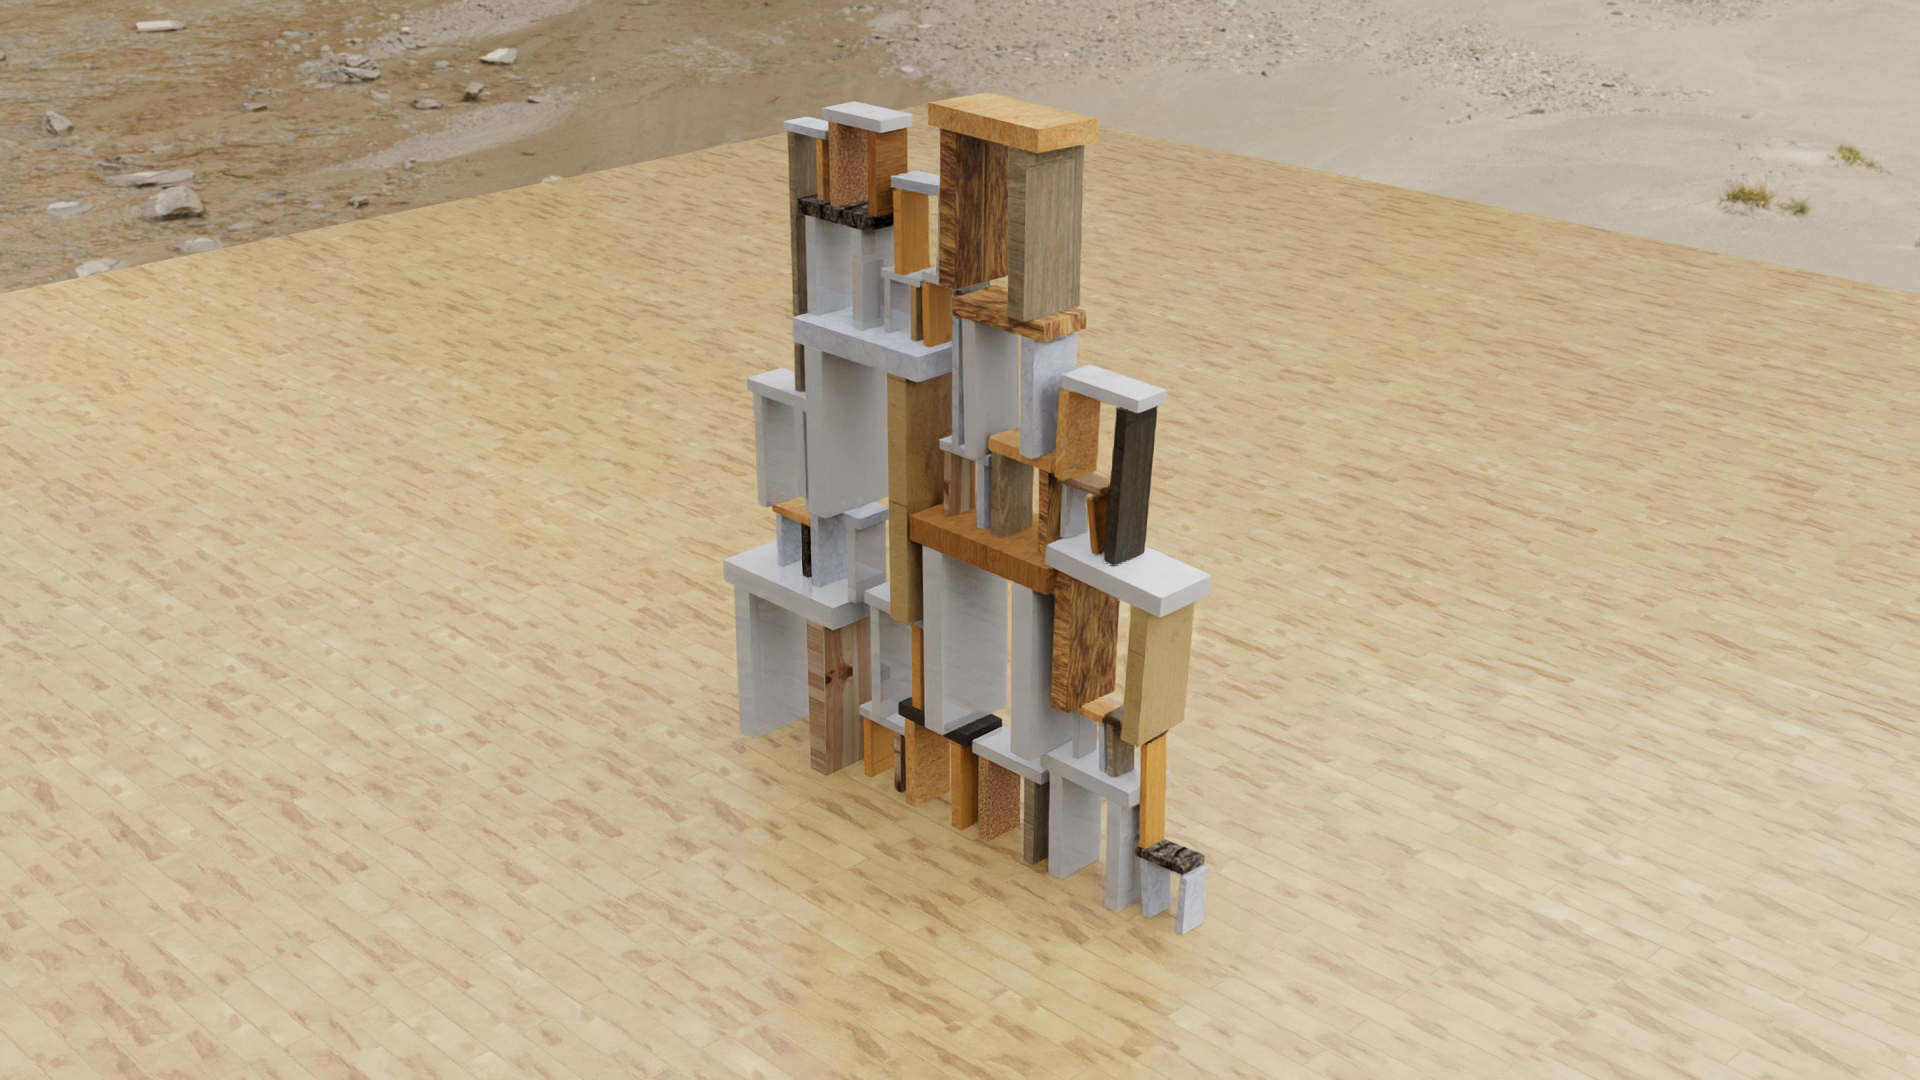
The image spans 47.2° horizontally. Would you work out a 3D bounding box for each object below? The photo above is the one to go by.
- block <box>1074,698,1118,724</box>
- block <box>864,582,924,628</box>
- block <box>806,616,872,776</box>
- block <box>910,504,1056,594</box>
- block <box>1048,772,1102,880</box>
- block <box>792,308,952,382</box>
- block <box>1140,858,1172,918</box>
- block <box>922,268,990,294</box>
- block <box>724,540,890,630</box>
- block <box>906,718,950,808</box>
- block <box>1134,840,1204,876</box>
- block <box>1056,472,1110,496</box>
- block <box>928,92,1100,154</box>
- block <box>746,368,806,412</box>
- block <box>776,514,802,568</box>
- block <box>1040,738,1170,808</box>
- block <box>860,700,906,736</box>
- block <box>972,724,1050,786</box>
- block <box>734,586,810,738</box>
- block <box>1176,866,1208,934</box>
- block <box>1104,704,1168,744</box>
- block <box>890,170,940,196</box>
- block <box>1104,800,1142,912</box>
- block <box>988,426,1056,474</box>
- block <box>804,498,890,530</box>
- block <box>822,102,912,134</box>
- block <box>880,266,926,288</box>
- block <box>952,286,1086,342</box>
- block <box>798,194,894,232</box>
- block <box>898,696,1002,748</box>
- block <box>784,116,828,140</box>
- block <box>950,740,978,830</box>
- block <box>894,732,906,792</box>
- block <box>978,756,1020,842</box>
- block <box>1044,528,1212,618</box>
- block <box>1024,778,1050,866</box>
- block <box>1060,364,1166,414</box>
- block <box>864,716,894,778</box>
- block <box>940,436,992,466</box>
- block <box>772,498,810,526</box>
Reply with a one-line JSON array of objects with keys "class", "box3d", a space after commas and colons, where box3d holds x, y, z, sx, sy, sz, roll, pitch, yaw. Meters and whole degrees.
[{"class": "block", "box3d": [0.245, 0.310, 4.081, 0.050, 0.014, 0.101, -19, 29, -39]}, {"class": "block", "box3d": [-0.096, 0.127, 4.389, 0.091, 0.026, 0.182, -21, 31, -40]}, {"class": "block", "box3d": [-0.235, 0.303, 4.603, 0.049, 0.347, 0.174, 21, 31, 41]}, {"class": "block", "box3d": [0.093, 0.001, 4.122, 0.177, 0.050, 0.355, -21, 31, -40]}, {"class": "block", "box3d": [0.222, 0.528, 4.225, 0.113, 0.227, 0.032, -21, 31, -40]}, {"class": "block", "box3d": [-0.139, -0.384, 4.207, 0.348, 0.049, 0.174, 21, 31, 41]}, {"class": "block", "box3d": [0.366, 0.639, 4.100, 0.060, 0.120, 0.017, -19, 25, -37]}, {"class": "block", "box3d": [-0.008, -0.479, 4.033, 0.060, 0.017, 0.121, -18, 29, -39]}, {"class": "block", "box3d": [-0.317, 0.088, 4.601, 0.174, 0.049, 0.347, -21, 31, -41]}, {"class": "block", "box3d": [-0.066, 0.438, 4.478, 0.098, 0.196, 0.028, -21, 31, -40]}, {"class": "block", "box3d": [0.386, 0.581, 4.052, 0.060, 0.017, 0.120, -20, 24, -37]}, {"class": "block", "box3d": [0.228, -0.104, 3.920, 0.103, 0.015, 0.052, 21, 30, 40]}, {"class": "block", "box3d": [0.091, -0.726, 3.815, 0.142, 0.040, 0.283, -18, 29, -37]}, {"class": "block", "box3d": [-0.334, -0.305, 4.456, 0.094, 0.027, 0.189, -21, 31, -40]}, {"class": "block", "box3d": [-0.356, -0.008, 4.613, 0.059, 0.118, 0.017, -21, 31, -41]}, {"class": "block", "box3d": [0.271, 0.430, 4.122, 0.113, 0.032, 0.227, -21, 30, -39]}, {"class": "block", "box3d": [-0.136, 0.362, 4.533, 0.137, 0.019, 0.068, 21, 31, 41]}, {"class": "block", "box3d": [0.122, 0.417, 4.273, 0.184, 0.026, 0.092, 21, 31, 41]}, {"class": "block", "box3d": [-0.399, 0.239, 4.753, 0.049, 0.347, 0.174, 21, 31, 41]}, {"class": "block", "box3d": [0.426, 0.662, 4.046, 0.017, 0.120, 0.060, 24, 33, 39]}, {"class": "block", "box3d": [0.321, 0.335, 4.011, 0.105, 0.015, 0.053, 24, 34, 38]}, {"class": "block", "box3d": [-0.050, -0.650, 4.023, 0.142, 0.020, 0.071, 17, 26, 34]}, {"class": "block", "box3d": [0.323, 0.573, 4.120, 0.113, 0.227, 0.032, -21, 31, -40]}, {"class": "block", "box3d": [0.138, -0.164, 3.993, 0.083, 0.023, 0.166, -20, 30, -39]}, {"class": "block", "box3d": [-0.227, -0.065, 4.440, 0.084, 0.024, 0.167, -21, 31, -40]}, {"class": "block", "box3d": [-0.172, -0.784, 4.075, 0.080, 0.023, 0.159, -21, 31, -40]}, {"class": "block", "box3d": [-0.093, -0.494, 4.112, 0.053, 0.015, 0.106, -21, 31, -41]}, {"class": "block", "box3d": [0.105, -0.404, 3.916, 0.223, 0.032, 0.112, 21, 31, 40]}, {"class": "block", "box3d": [-0.205, -0.626, 4.175, 0.098, 0.028, 0.196, -21, 31, -41]}, {"class": "block", "box3d": [-0.020, 0.353, 4.391, 0.098, 0.028, 0.196, -21, 31, -40]}, {"class": "block", "box3d": [-0.274, -0.784, 4.186, 0.119, 0.017, 0.059, 21, 31, 40]}, {"class": "block", "box3d": [0.027, 0.473, 4.394, 0.098, 0.196, 0.028, -21, 30, -40]}, {"class": "block", "box3d": [-0.104, 0.446, 4.534, 0.019, 0.137, 0.068, 21, 31, 41]}, {"class": "block", "box3d": [0.078, 0.496, 4.354, 0.026, 0.184, 0.092, 21, 31, 41]}, {"class": "block", "box3d": [0.297, 0.053, 3.909, 0.135, 0.038, 0.271, -22, 35, -40]}, {"class": "block", "box3d": [0.165, 0.530, 4.274, 0.026, 0.184, 0.092, 21, 31, 41]}, {"class": "block", "box3d": [0.267, -0.264, 3.829, 0.166, 0.024, 0.083, 22, 29, 34]}, {"class": "block", "box3d": [-0.169, 0.421, 4.593, 0.019, 0.137, 0.068, 21, 31, 41]}, {"class": "block", "box3d": [0.031, -0.171, 4.105, 0.065, 0.018, 0.130, -22, 31, -40]}, {"class": "block", "box3d": [-0.328, -0.060, 4.561, 0.118, 0.017, 0.059, 20, 30, 41]}]
